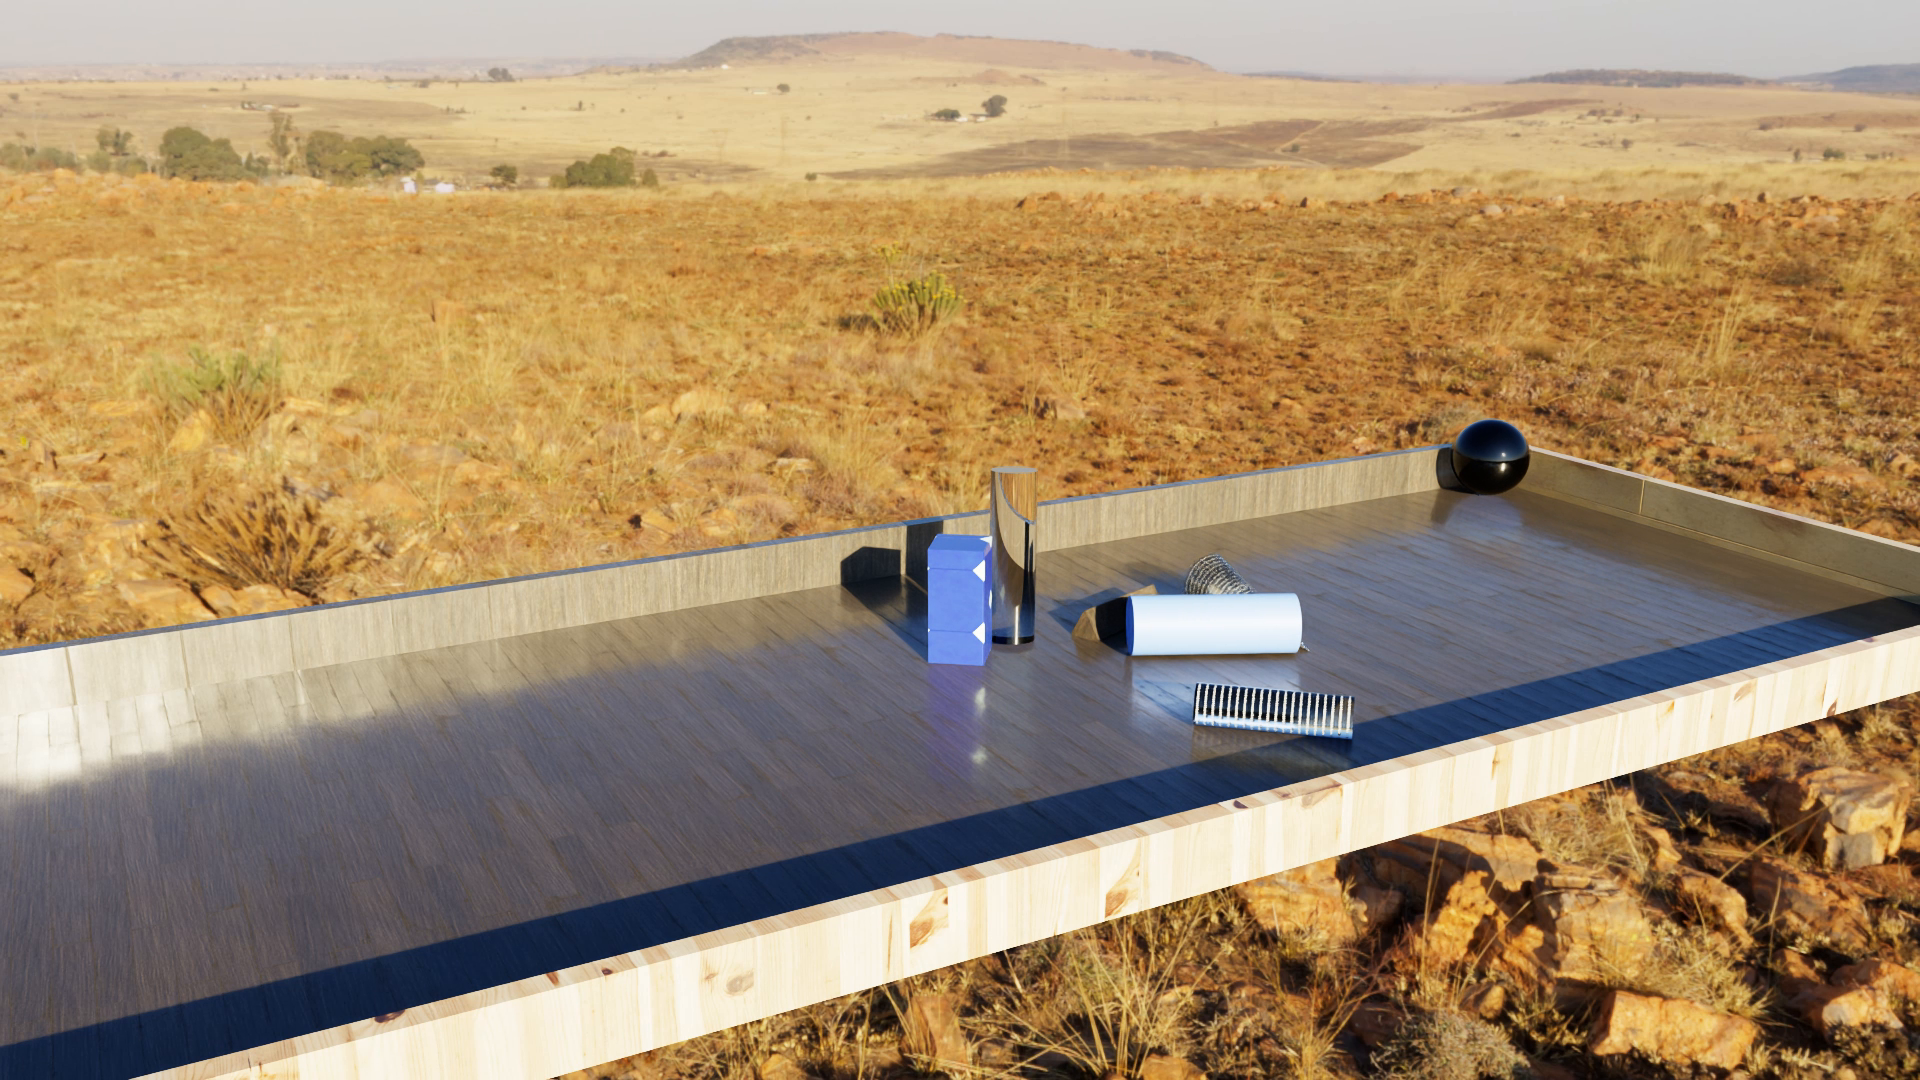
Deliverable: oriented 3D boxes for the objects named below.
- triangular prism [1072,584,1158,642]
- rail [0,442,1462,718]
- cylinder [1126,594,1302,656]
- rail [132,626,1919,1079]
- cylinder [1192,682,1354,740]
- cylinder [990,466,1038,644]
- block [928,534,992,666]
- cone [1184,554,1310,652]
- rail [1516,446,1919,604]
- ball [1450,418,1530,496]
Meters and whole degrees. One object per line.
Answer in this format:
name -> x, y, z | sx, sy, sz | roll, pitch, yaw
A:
triangular prism -> 0.440, 0.194, 4.552 | 0.089, 0.077, 0.313 | 14, 21, 40
rail -> -3.305, 0.497, 3.399 | 12.000, 0.150, 0.050 | -9, 18, -27
cylinder -> 0.662, 0.221, 4.325 | 0.434, 0.158, 0.158 | -1, 16, -2
rail -> -2.336, 1.006, 1.665 | 12.000, 0.150, 0.050 | -9, 18, -27
cylinder -> 0.728, 0.396, 3.830 | 0.361, 0.100, 0.100 | 4, 17, 14
cylinder -> 0.140, 0.040, 4.388 | 0.126, 0.458, 0.126 | 1, 11, 0
block -> 0.001, 0.154, 4.286 | 0.146, 0.307, 0.146 | 3, 16, 8
cone -> 0.816, 0.203, 4.526 | 0.156, 0.156, 0.459 | -9, 28, -28
rail -> 2.466, -0.048, 5.253 | 0.050, 0.150, 2.100 | -9, 18, -27
ball -> 1.890, -0.296, 5.880 | 0.273, 0.273, 0.273 | 0, 16, 0
